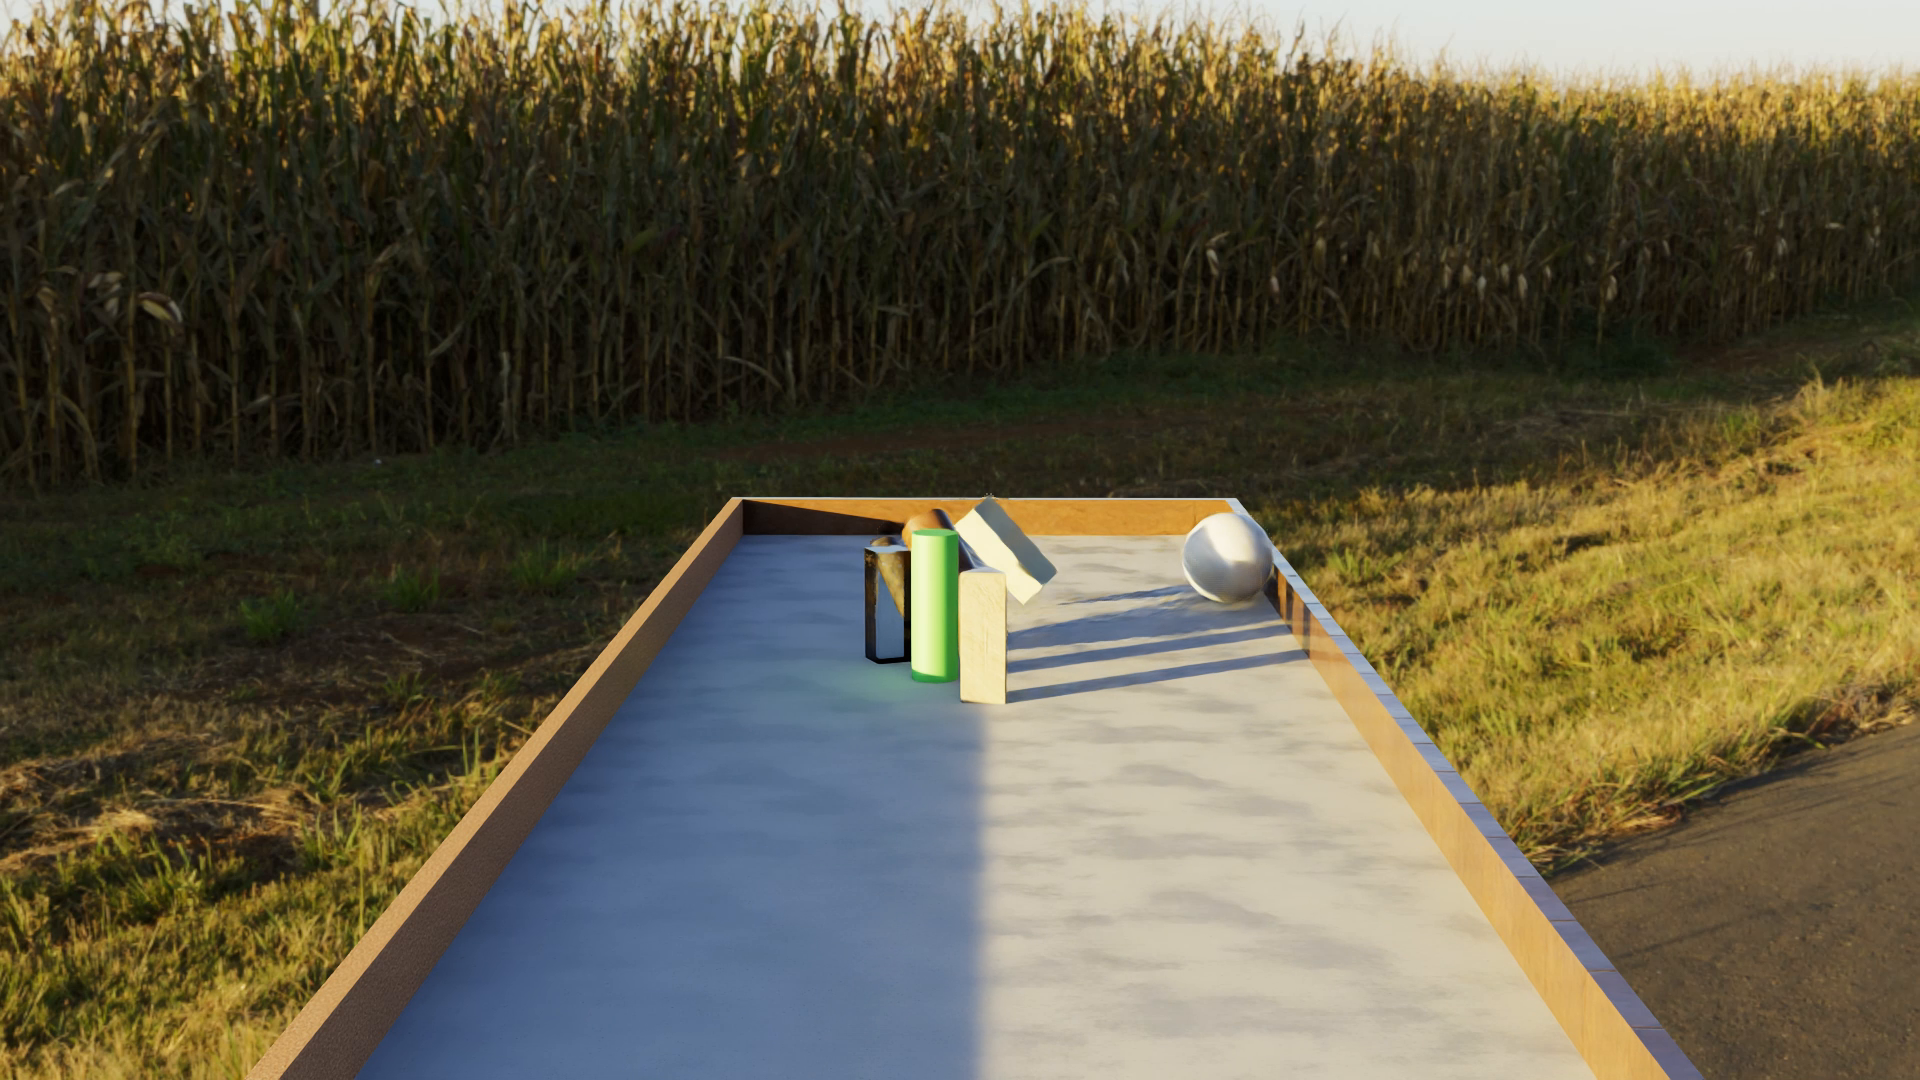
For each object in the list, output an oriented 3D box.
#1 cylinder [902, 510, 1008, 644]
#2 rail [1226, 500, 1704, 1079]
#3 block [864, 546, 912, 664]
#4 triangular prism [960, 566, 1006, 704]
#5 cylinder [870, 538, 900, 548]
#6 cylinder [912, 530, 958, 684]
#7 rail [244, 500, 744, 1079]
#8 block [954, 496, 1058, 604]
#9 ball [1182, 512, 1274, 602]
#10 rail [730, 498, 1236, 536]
[{"bbox_3d":[-0.017,0.126,6.857,0.162,0.162,0.445,-6,55,-35],"label":"cylinder"},{"bbox_3d":[1.046,0.843,3.208,0.050,0.150,12.000,0,9,1],"label":"rail"},{"bbox_3d":[-0.217,0.196,6.685,0.112,0.341,0.112,-4,10,-23],"label":"block"},{"bbox_3d":[0.072,0.264,6.161,0.126,0.369,0.110,1,9,7],"label":"triangular prism"},{"bbox_3d":[-0.176,0.166,6.981,0.107,0.107,0.437,-4,39,-21],"label":"cylinder"},{"bbox_3d":[-0.073,0.192,6.421,0.137,0.432,0.137,0,9,0],"label":"cylinder"},{"bbox_3d":[-1.004,0.839,3.234,0.050,0.150,12.000,0,9,1],"label":"rail"},{"bbox_3d":[0.158,0.033,7.530,0.119,0.355,0.119,-43,-2,40],"label":"block"},{"bbox_3d":[0.923,0.061,7.582,0.313,0.313,0.313,0,9,0],"label":"ball"},{"bbox_3d":[0.099,-0.098,9.147,2.100,0.150,0.050,0,9,1],"label":"rail"}]
